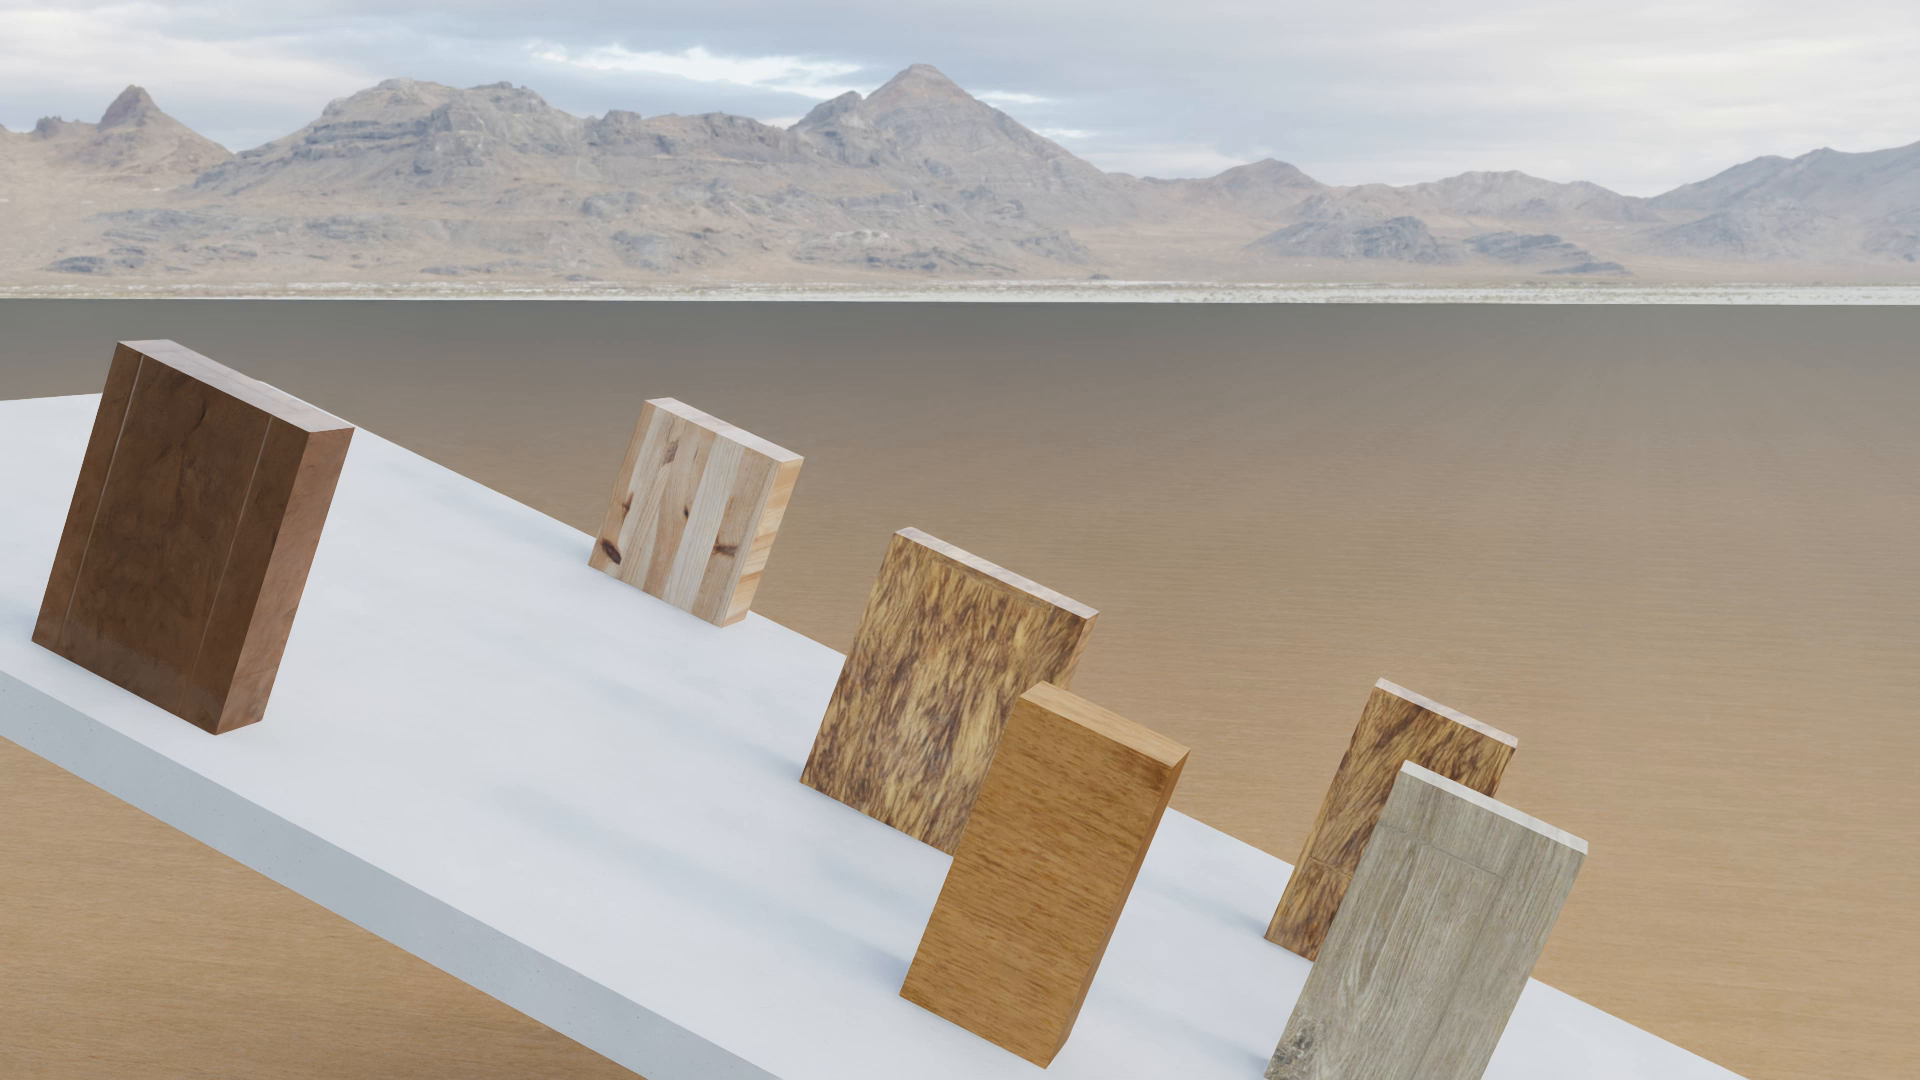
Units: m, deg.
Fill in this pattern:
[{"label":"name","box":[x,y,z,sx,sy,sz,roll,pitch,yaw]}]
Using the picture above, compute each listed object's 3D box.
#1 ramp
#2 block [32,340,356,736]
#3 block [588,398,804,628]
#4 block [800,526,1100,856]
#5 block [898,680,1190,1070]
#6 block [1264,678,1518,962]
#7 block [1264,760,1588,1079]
[{"label":"ramp","box":[-0.311,0.555,4.197,4.000,0.100,2.000,24,13,13]},{"label":"block","box":[-1.251,-0.008,3.579,0.373,0.530,0.127,24,13,13]},{"label":"block","box":[-0.615,-0.066,5.111,0.363,0.416,0.141,24,13,13]},{"label":"block","box":[-0.024,0.305,4.245,0.408,0.537,0.101,24,13,13]},{"label":"block","box":[0.135,0.535,3.534,0.264,0.541,0.144,24,13,13]},{"label":"block","box":[0.856,0.597,4.380,0.292,0.569,0.096,24,13,13]},{"label":"block","box":[0.783,0.713,3.720,0.325,0.595,0.086,24,13,13]}]
